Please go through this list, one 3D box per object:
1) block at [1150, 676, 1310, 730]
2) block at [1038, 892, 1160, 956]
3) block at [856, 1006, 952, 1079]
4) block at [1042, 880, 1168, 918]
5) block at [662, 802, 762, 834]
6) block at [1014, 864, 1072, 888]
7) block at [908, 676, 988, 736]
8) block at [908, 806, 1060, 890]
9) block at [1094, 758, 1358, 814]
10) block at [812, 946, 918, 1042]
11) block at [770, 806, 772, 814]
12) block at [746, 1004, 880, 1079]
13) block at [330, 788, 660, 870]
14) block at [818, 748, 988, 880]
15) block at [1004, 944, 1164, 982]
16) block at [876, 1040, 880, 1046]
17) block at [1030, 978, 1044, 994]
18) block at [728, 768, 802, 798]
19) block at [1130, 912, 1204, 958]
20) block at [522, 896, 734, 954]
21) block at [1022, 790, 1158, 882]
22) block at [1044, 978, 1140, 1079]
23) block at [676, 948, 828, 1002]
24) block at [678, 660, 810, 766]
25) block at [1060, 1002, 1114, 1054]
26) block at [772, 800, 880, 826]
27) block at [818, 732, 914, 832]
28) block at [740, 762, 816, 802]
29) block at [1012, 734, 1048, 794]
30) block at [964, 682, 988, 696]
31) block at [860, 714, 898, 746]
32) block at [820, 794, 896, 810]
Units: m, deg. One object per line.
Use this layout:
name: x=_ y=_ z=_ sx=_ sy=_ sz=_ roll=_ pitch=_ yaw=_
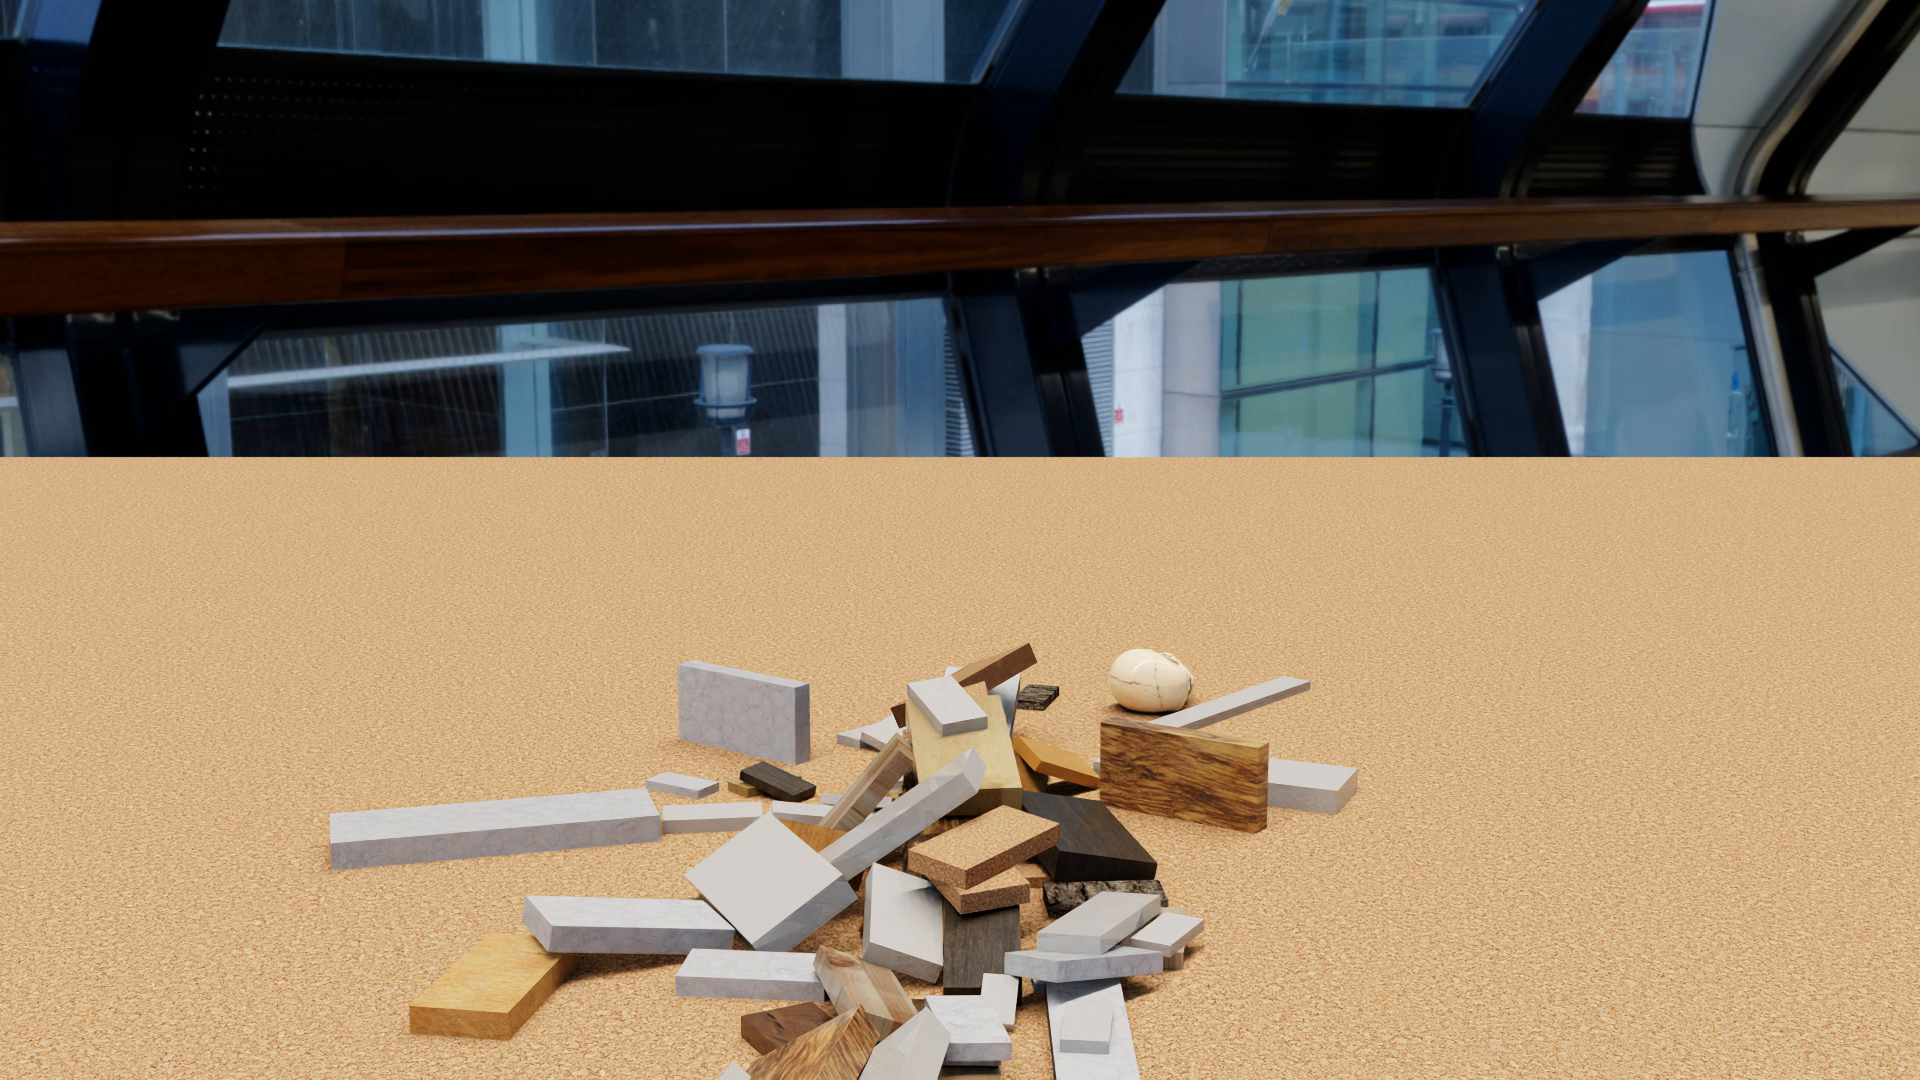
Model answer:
block: x=0.552 y=0.373 z=4.781 sx=0.072 sy=0.020 sz=0.672 roll=9 pitch=14 yaw=40
block: x=0.216 y=0.583 z=3.360 sx=0.097 sy=0.027 sz=0.323 roll=0 pitch=2 yaw=21
block: x=-0.122 y=0.713 z=2.594 sx=0.174 sy=0.049 sz=0.481 roll=-40 pitch=3 yaw=12
block: x=0.237 y=0.588 z=3.603 sx=0.194 sy=0.027 sz=0.097 roll=-1 pitch=11 yaw=-4
block: x=-0.454 y=0.509 z=4.034 sx=0.181 sy=0.026 sz=0.090 roll=-1 pitch=11 yaw=-7
block: x=0.145 y=0.569 z=3.728 sx=0.135 sy=0.019 sz=0.067 roll=0 pitch=11 yaw=-3
block: x=-0.023 y=0.295 z=3.914 sx=0.086 sy=0.024 sz=0.172 roll=-9 pitch=24 yaw=-20
block: x=0.039 y=0.480 z=3.451 sx=0.116 sy=0.033 sz=0.232 roll=14 pitch=21 yaw=38
block: x=0.513 y=0.457 z=4.258 sx=0.482 sy=0.046 sz=0.162 roll=5 pitch=11 yaw=23
block: x=-0.128 y=0.643 z=3.093 sx=0.111 sy=0.031 sz=0.336 roll=20 pitch=0 yaw=-12
block: x=-0.320 y=0.521 z=3.988 sx=0.065 sy=0.018 sz=0.220 roll=0 pitch=11 yaw=0
block: x=-0.221 y=0.699 z=2.716 sx=0.174 sy=0.049 sz=0.348 roll=-31 pitch=4 yaw=14
block: x=-0.832 y=0.515 z=3.938 sx=0.567 sy=0.049 sz=0.173 roll=-3 pitch=11 yaw=-16
block: x=-0.126 y=0.476 z=3.581 sx=0.375 sy=0.041 sz=0.146 roll=-35 pitch=5 yaw=12
block: x=0.183 y=0.620 z=3.226 sx=0.219 sy=0.031 sz=0.109 roll=5 pitch=-5 yaw=-41
block: x=-0.093 y=0.690 z=3.091 sx=0.052 sy=0.015 sz=0.104 roll=-1 pitch=11 yaw=-3
block: x=0.159 y=0.656 z=3.273 sx=0.103 sy=0.015 sz=0.052 roll=-1 pitch=11 yaw=-4
block: x=-0.378 y=0.471 z=4.259 sx=0.130 sy=0.018 sz=0.065 roll=-9 pitch=14 yaw=-41
block: x=0.319 y=0.606 z=3.381 sx=0.066 sy=0.019 sz=0.131 roll=6 pitch=12 yaw=29
block: x=-0.511 y=0.594 z=3.389 sx=0.292 sy=0.041 sz=0.146 roll=7 pitch=6 yaw=-28
block: x=0.206 y=0.518 z=3.822 sx=0.173 sy=0.049 sz=0.347 roll=9 pitch=9 yaw=-14
block: x=0.180 y=0.690 z=3.045 sx=0.109 sy=0.031 sz=0.402 roll=0 pitch=11 yaw=0
block: x=-0.302 y=0.647 z=3.274 sx=0.221 sy=0.031 sz=0.111 roll=1 pitch=11 yaw=6
block: x=-0.445 y=0.352 z=4.507 sx=0.323 sy=0.162 sz=0.046 roll=8 pitch=13 yaw=36
block: x=0.175 y=0.669 z=3.021 sx=0.066 sy=0.019 sz=0.131 roll=1 pitch=11 yaw=7
block: x=-0.239 y=0.504 z=4.008 sx=0.207 sy=0.020 sz=0.070 roll=6 pitch=10 yaw=-7
block: x=-0.177 y=0.454 z=3.804 sx=0.033 sy=0.257 sz=0.116 roll=39 pitch=5 yaw=-10
block: x=-0.349 y=0.465 z=4.213 sx=0.135 sy=0.019 sz=0.067 roll=20 pitch=22 yaw=32
block: x=0.124 y=0.454 z=4.161 sx=0.026 sy=0.090 sz=0.342 roll=-36 pitch=5 yaw=11
block: x=0.014 y=0.323 z=4.063 sx=0.086 sy=0.024 sz=0.172 roll=-17 pitch=24 yaw=4
block: x=-0.141 y=0.399 z=4.561 sx=0.069 sy=0.020 sz=0.139 roll=24 pitch=24 yaw=22
block: x=-0.179 y=0.488 z=4.068 sx=0.139 sy=0.020 sz=0.070 roll=1 pitch=-16 yaw=20
